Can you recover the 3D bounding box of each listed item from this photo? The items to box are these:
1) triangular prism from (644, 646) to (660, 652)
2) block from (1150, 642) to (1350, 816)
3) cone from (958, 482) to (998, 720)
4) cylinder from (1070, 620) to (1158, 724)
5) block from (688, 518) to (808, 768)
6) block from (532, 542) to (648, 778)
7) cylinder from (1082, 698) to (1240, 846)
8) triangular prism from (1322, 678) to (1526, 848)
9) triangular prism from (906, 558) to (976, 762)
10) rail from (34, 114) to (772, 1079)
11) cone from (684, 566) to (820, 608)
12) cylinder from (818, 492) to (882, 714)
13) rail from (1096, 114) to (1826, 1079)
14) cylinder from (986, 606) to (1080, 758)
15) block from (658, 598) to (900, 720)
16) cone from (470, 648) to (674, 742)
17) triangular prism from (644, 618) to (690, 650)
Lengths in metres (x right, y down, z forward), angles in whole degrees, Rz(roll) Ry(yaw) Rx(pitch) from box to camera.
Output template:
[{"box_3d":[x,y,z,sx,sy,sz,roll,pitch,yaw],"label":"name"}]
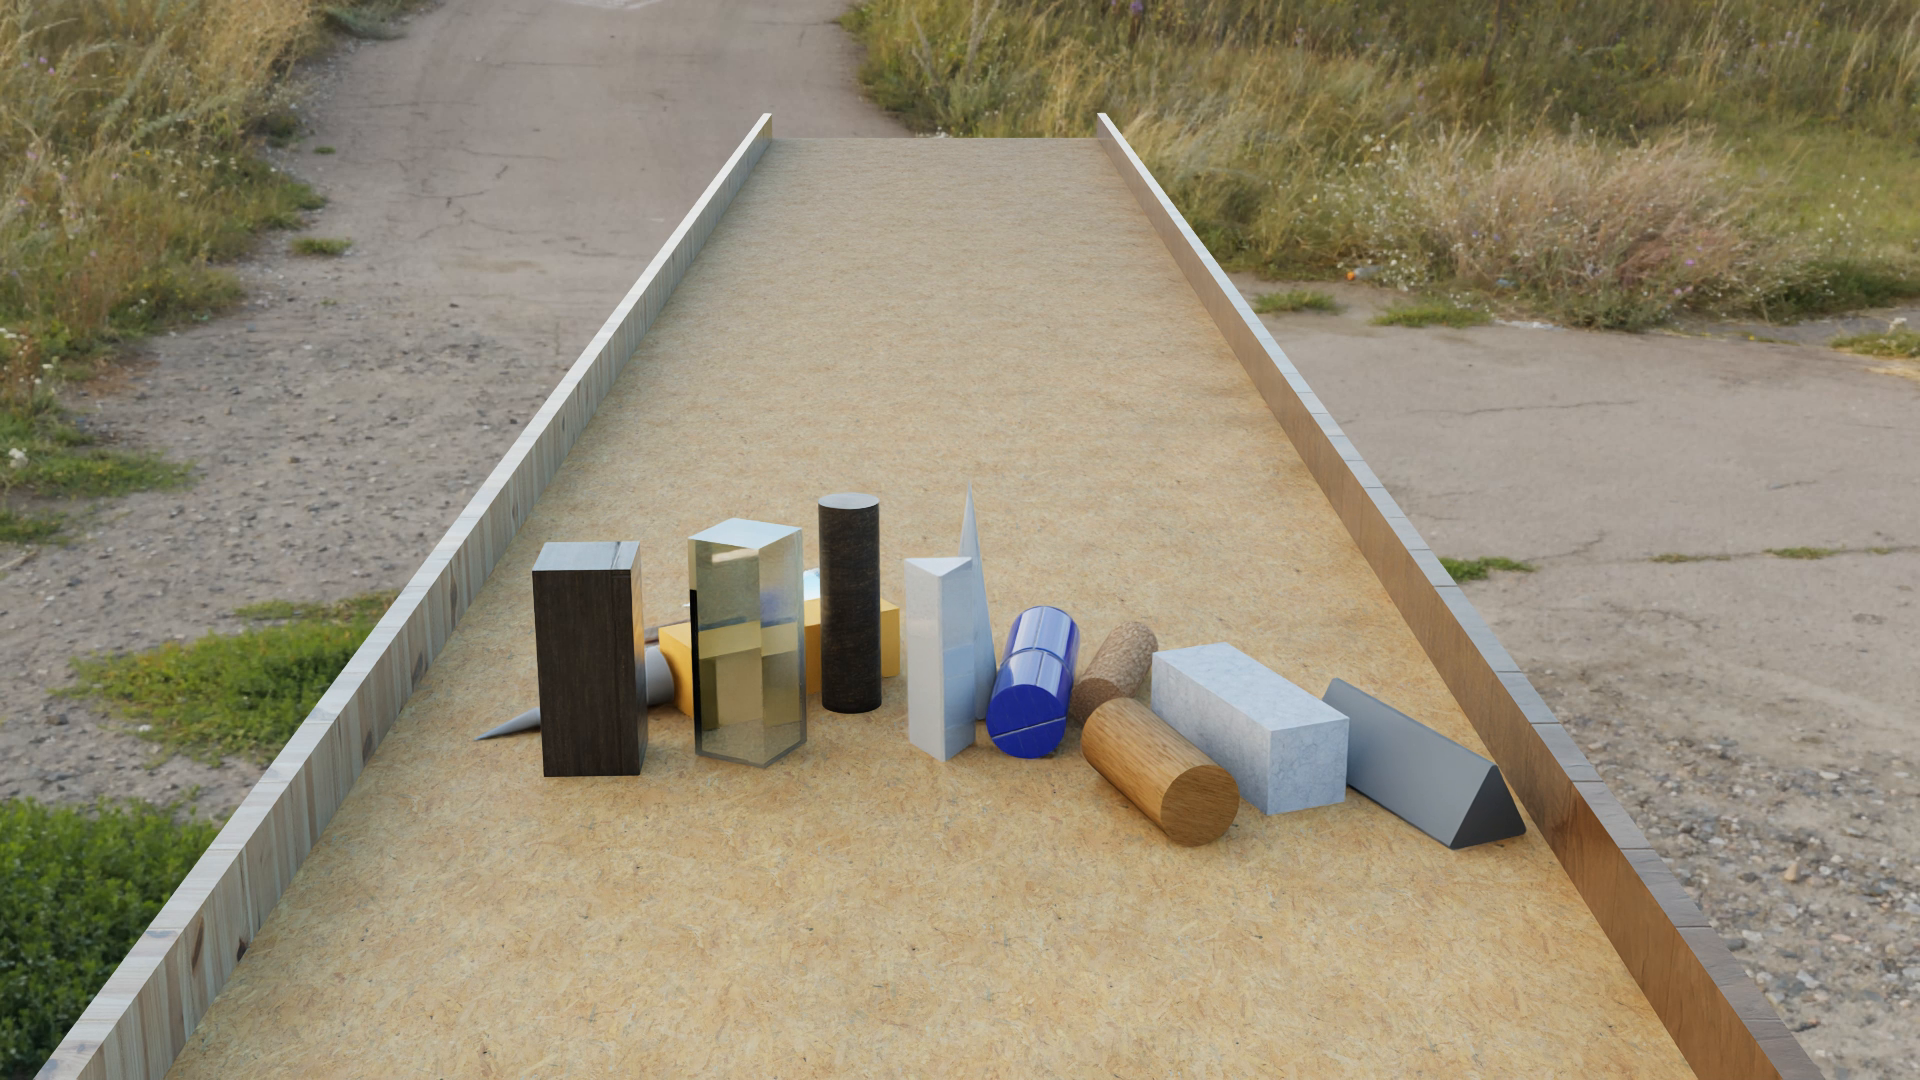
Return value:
[{"box_3d":[-0.534,0.233,4.294,0.316,0.080,0.093,-12,20,-35],"label":"triangular prism"},{"box_3d":[0.502,0.325,3.869,0.152,0.152,0.420,-7,18,-22],"label":"block"},{"box_3d":[0.017,0.102,4.090,0.128,0.449,0.128,0,15,0],"label":"cone"},{"box_3d":[0.297,0.255,4.189,0.103,0.103,0.336,4,17,15],"label":"cylinder"},{"box_3d":[-0.376,0.182,3.907,0.145,0.404,0.145,8,18,26],"label":"block"},{"box_3d":[-0.646,0.208,3.865,0.167,0.378,0.167,-1,17,-2],"label":"block"},{"box_3d":[0.331,0.385,3.686,0.141,0.141,0.324,-6,18,-19],"label":"cylinder"},{"box_3d":[0.764,0.366,3.750,0.153,0.132,0.449,-8,18,-24],"label":"triangular prism"},{"box_3d":[-0.020,0.206,3.922,0.102,0.348,0.118,-11,20,-29],"label":"triangular prism"},{"box_3d":[-1.118,-0.838,7.780,0.050,0.150,12.000,0,17,-1],"label":"rail"},{"box_3d":[-0.411,0.129,4.381,0.156,0.156,0.374,16,10,42],"label":"cone"},{"box_3d":[-0.206,0.119,4.127,0.114,0.399,0.114,0,17,0],"label":"cylinder"},{"box_3d":[0.932,-0.844,7.801,0.050,0.150,12.000,0,17,-1],"label":"rail"},{"box_3d":[0.142,0.259,4.108,0.142,0.142,0.445,2,17,6],"label":"cylinder"},{"box_3d":[-0.345,0.217,4.253,0.449,0.139,0.139,-10,19,-31],"label":"block"},{"box_3d":[-0.729,0.311,4.083,0.387,0.109,0.109,-19,23,-27],"label":"cone"},{"box_3d":[-0.533,0.195,4.417,0.383,0.083,0.096,-13,21,-37],"label":"triangular prism"}]
